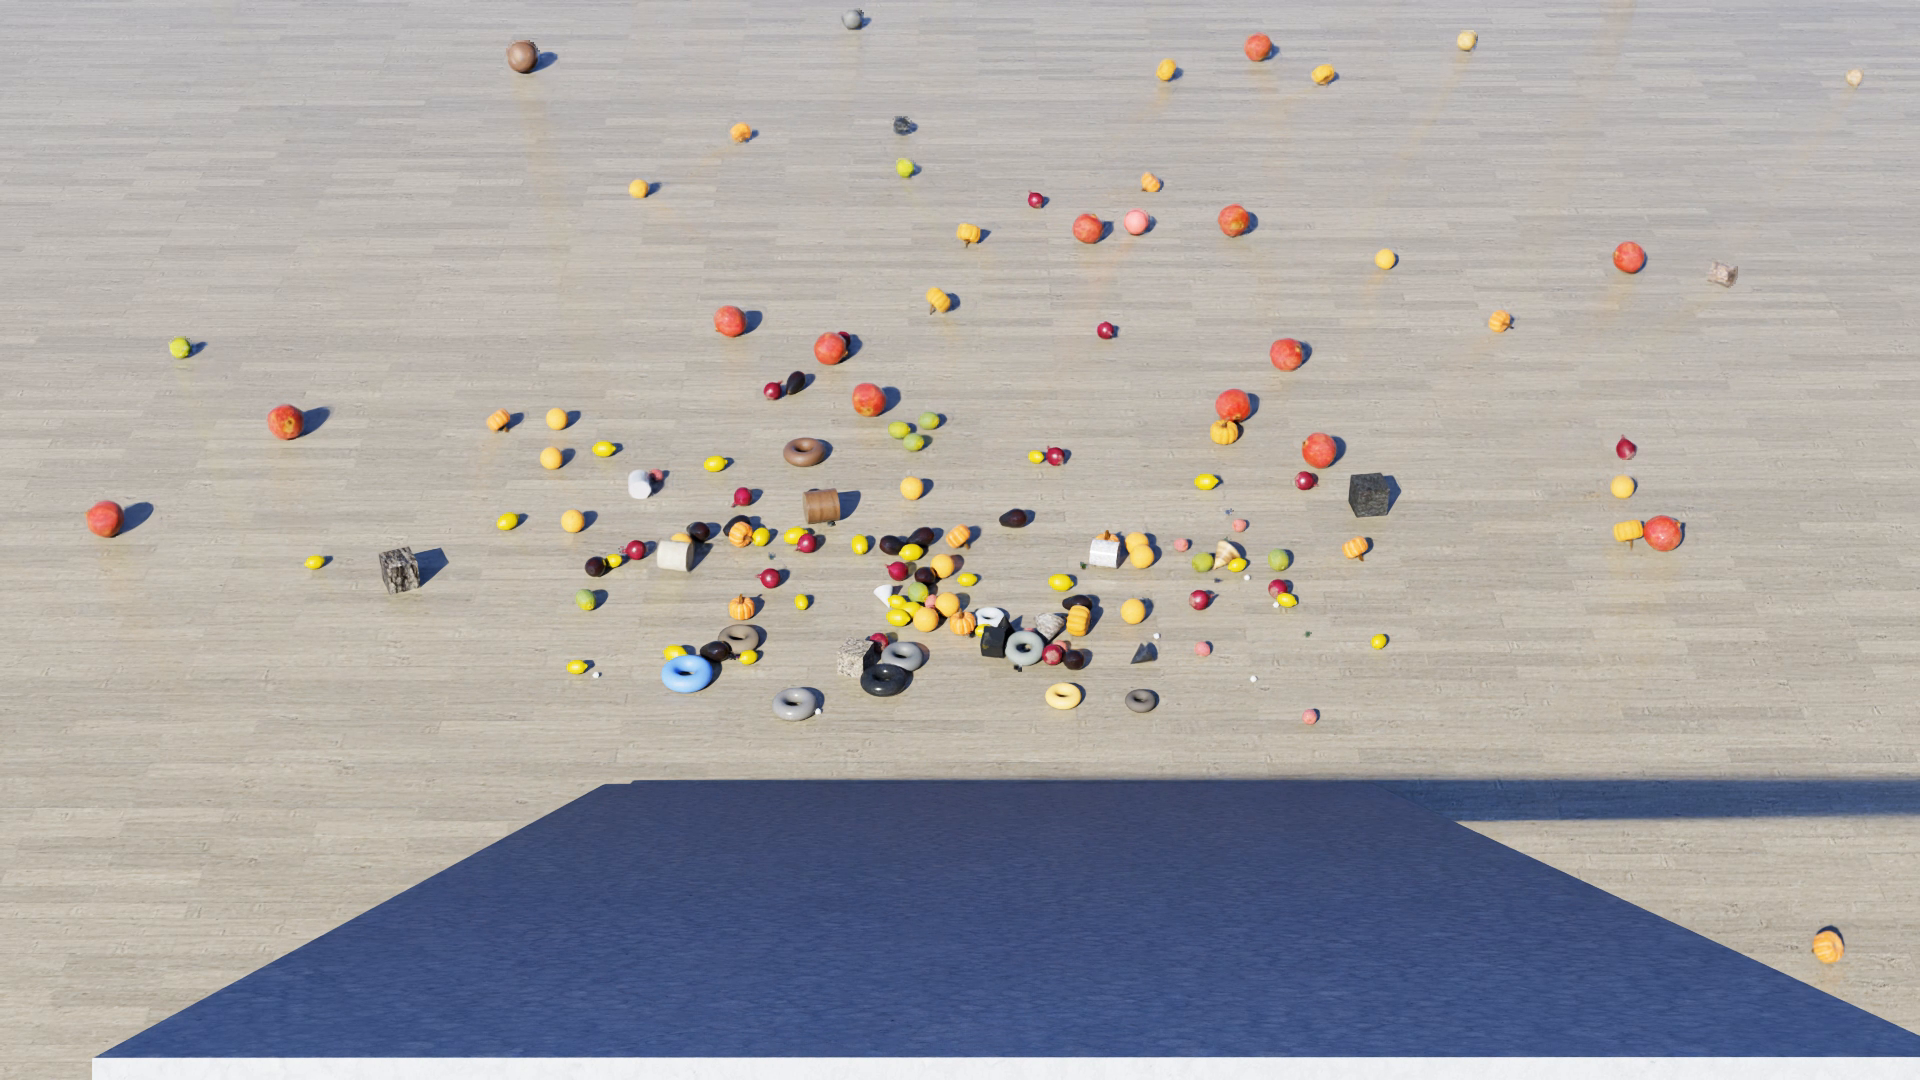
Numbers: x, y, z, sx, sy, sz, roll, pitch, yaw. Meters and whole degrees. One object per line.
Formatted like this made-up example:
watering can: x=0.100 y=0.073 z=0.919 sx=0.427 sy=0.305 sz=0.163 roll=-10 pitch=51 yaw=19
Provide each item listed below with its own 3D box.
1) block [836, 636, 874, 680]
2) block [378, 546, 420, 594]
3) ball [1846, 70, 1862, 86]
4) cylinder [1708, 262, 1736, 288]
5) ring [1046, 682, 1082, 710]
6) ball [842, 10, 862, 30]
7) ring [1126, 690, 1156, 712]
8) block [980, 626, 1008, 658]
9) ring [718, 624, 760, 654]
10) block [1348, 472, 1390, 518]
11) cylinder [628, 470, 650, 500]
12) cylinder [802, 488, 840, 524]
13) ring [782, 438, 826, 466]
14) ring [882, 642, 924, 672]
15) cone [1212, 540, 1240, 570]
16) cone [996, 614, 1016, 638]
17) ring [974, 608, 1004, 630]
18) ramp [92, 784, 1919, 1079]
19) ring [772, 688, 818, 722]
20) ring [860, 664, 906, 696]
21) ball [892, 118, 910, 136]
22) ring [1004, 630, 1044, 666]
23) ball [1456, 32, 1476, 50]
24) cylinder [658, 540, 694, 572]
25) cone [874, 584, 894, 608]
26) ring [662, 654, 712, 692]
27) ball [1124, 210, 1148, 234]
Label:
block: x=-0.294 y=0.332 z=7.306 sx=0.079 sy=0.079 sz=0.079 roll=12 pitch=35 yaw=18
block: x=-1.655 y=0.090 z=7.663 sx=0.092 sy=0.092 sz=0.092 roll=-14 pitch=36 yaw=-20
ball: x=3.700 y=-1.914 z=10.735 sx=0.067 sy=0.067 sz=0.067 roll=0 pitch=33 yaw=0
cylinder: x=2.719 y=-0.947 z=9.258 sx=0.073 sy=0.073 sz=0.073 roll=26 pitch=41 yaw=34
ring: x=0.287 y=0.433 z=7.195 sx=0.101 sy=0.034 sz=0.101 roll=-1 pitch=33 yaw=1
ball: x=-0.467 y=-2.254 z=11.235 sx=0.086 sy=0.086 sz=0.086 roll=0 pitch=33 yaw=0
ring: x=0.500 y=0.445 z=7.180 sx=0.087 sy=0.029 sz=0.087 roll=0 pitch=34 yaw=0
block: x=0.096 y=0.290 z=7.366 sx=0.063 sy=0.063 sz=0.063 roll=7 pitch=58 yaw=10
ring: x=-0.632 y=0.284 z=7.416 sx=0.121 sy=0.040 sz=0.121 roll=0 pitch=32 yaw=0
block: x=1.262 y=-0.139 z=8.006 sx=0.097 sy=0.097 sz=0.097 roll=-4 pitch=34 yaw=-7
cylinder: x=-0.998 y=-0.173 z=8.087 sx=0.066 sy=0.066 sz=0.066 roll=-4 pitch=34 yaw=-7
cylinder: x=-0.425 y=-0.105 z=7.953 sx=0.099 sy=0.099 sz=0.099 roll=-8 pitch=34 yaw=-11
ring: x=-0.497 y=-0.281 z=8.270 sx=0.137 sy=0.046 sz=0.137 roll=-1 pitch=34 yaw=1
ring: x=-0.163 y=0.331 z=7.343 sx=0.122 sy=0.041 sz=0.122 roll=1 pitch=33 yaw=-1
cone: x=0.780 y=0.060 z=7.758 sx=0.085 sy=0.085 sz=0.085 roll=30 pitch=70 yaw=37
cone: x=0.128 y=0.247 z=7.432 sx=0.083 sy=0.083 sz=0.083 roll=0 pitch=33 yaw=0
ring: x=0.085 y=0.228 z=7.509 sx=0.094 sy=0.031 sz=0.094 roll=-1 pitch=33 yaw=1
ramp: x=0.074 y=0.644 z=4.766 sx=2.000 sy=0.100 sz=4.000 roll=0 pitch=-1 yaw=0
ring: x=-0.457 y=0.453 z=7.157 sx=0.126 sy=0.042 sz=0.126 roll=-1 pitch=34 yaw=1
ring: x=-0.214 y=0.391 z=7.249 sx=0.131 sy=0.044 sz=0.131 roll=-1 pitch=33 yaw=1
ball: x=-0.232 y=-1.648 z=10.326 sx=0.070 sy=0.070 sz=0.070 roll=0 pitch=33 yaw=0
ring: x=0.183 y=0.307 z=7.360 sx=0.115 sy=0.038 sz=0.115 roll=-2 pitch=53 yaw=2
ball: x=2.155 y=-2.124 z=11.042 sx=0.081 sy=0.081 sz=0.081 roll=0 pitch=33 yaw=0
cylinder: x=-0.848 y=0.047 z=7.734 sx=0.086 sy=0.086 sz=0.086 roll=6 pitch=34 yaw=9
cone: x=-0.215 y=0.173 z=7.595 sx=0.062 sy=0.062 sz=0.062 roll=-10 pitch=61 yaw=-15
ring: x=-0.765 y=0.375 z=7.270 sx=0.145 sy=0.048 sz=0.145 roll=0 pitch=35 yaw=0
ball: x=0.650 y=-1.174 z=9.585 sx=0.092 sy=0.092 sz=0.092 roll=0 pitch=33 yaw=0
